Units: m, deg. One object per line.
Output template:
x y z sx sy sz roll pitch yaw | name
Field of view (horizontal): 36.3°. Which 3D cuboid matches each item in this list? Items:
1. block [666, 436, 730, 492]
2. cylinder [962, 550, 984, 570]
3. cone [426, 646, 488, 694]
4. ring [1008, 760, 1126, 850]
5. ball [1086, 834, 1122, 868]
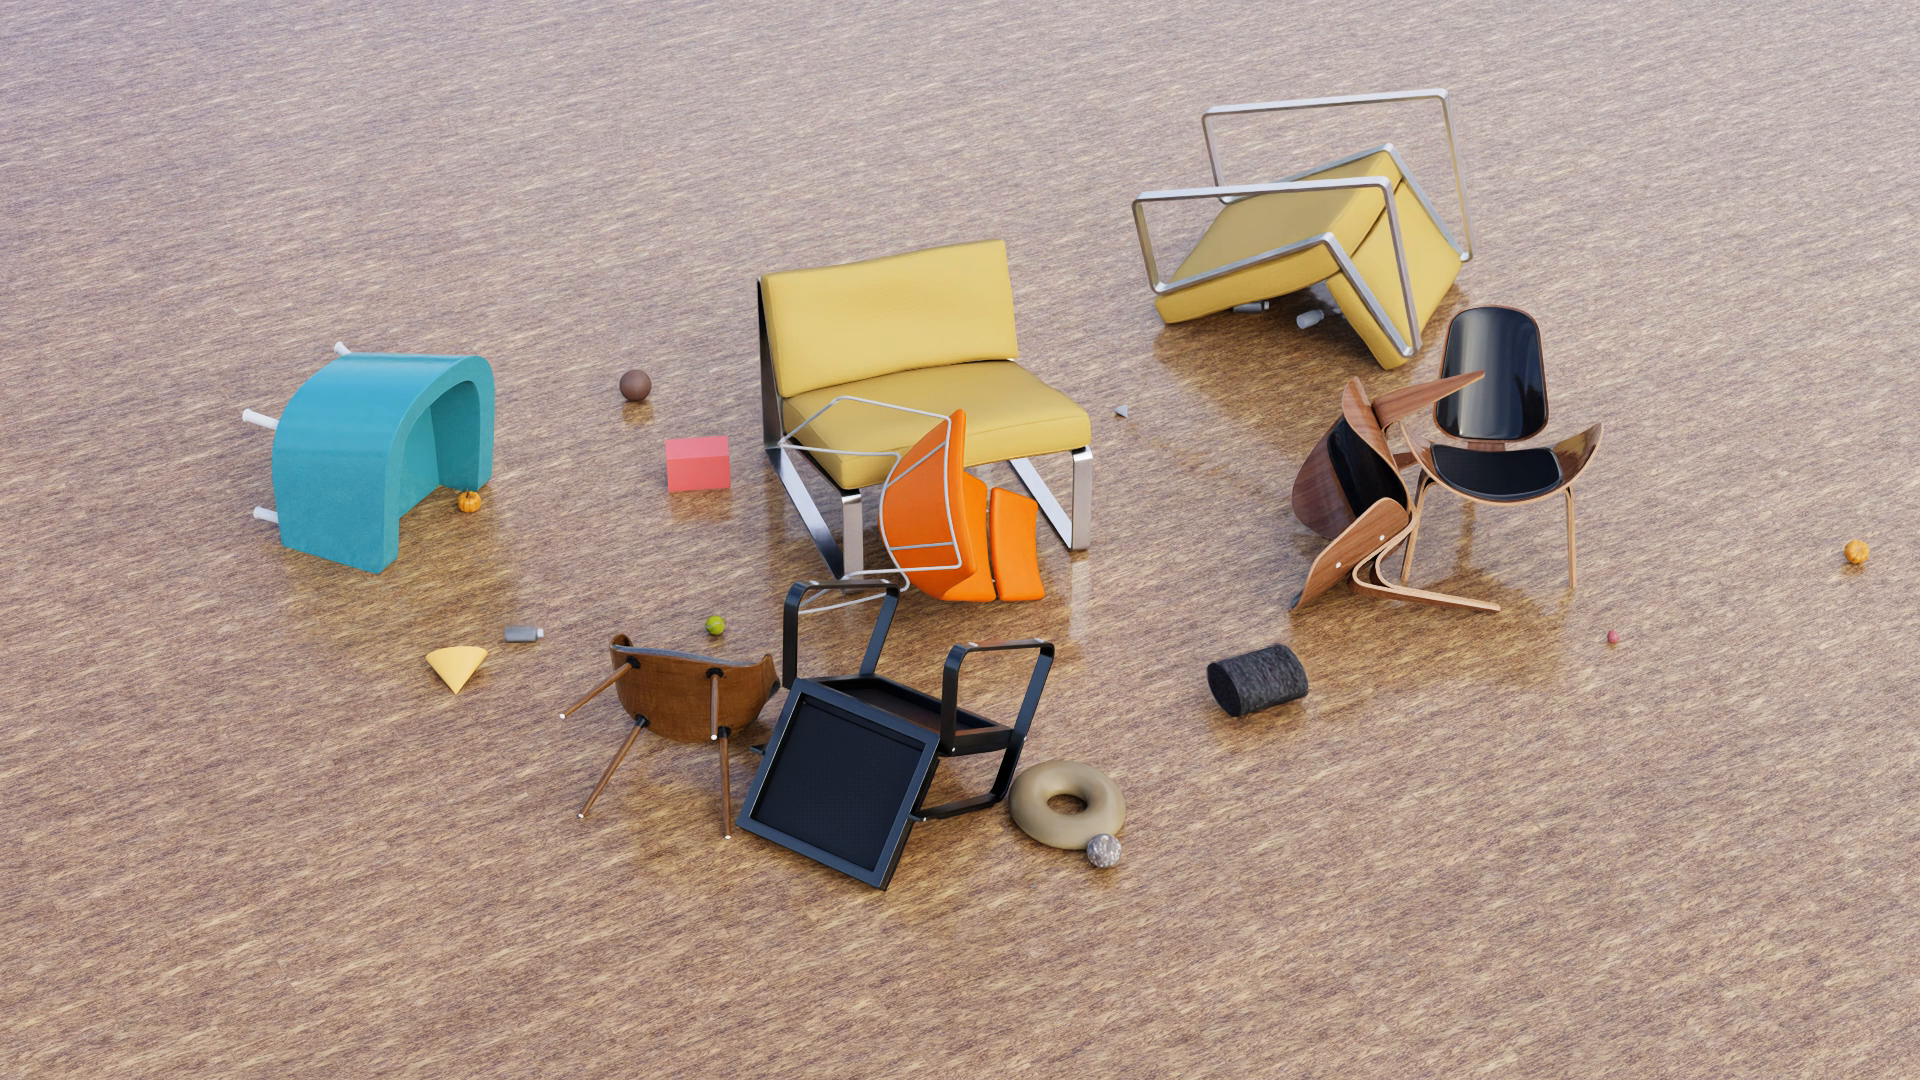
-1.006 -0.293 11.258 0.238 0.145 0.146 -4 34 -6 | block
0.050 0.073 10.794 0.082 0.043 0.093 5 25 0 | cylinder
-1.750 0.469 10.187 0.217 0.102 0.170 -6 50 -2 | cone
0.349 0.861 9.555 0.374 0.092 0.429 -15 37 -20 | ring
0.460 0.990 9.341 0.111 0.111 0.111 0 33 0 | ball
